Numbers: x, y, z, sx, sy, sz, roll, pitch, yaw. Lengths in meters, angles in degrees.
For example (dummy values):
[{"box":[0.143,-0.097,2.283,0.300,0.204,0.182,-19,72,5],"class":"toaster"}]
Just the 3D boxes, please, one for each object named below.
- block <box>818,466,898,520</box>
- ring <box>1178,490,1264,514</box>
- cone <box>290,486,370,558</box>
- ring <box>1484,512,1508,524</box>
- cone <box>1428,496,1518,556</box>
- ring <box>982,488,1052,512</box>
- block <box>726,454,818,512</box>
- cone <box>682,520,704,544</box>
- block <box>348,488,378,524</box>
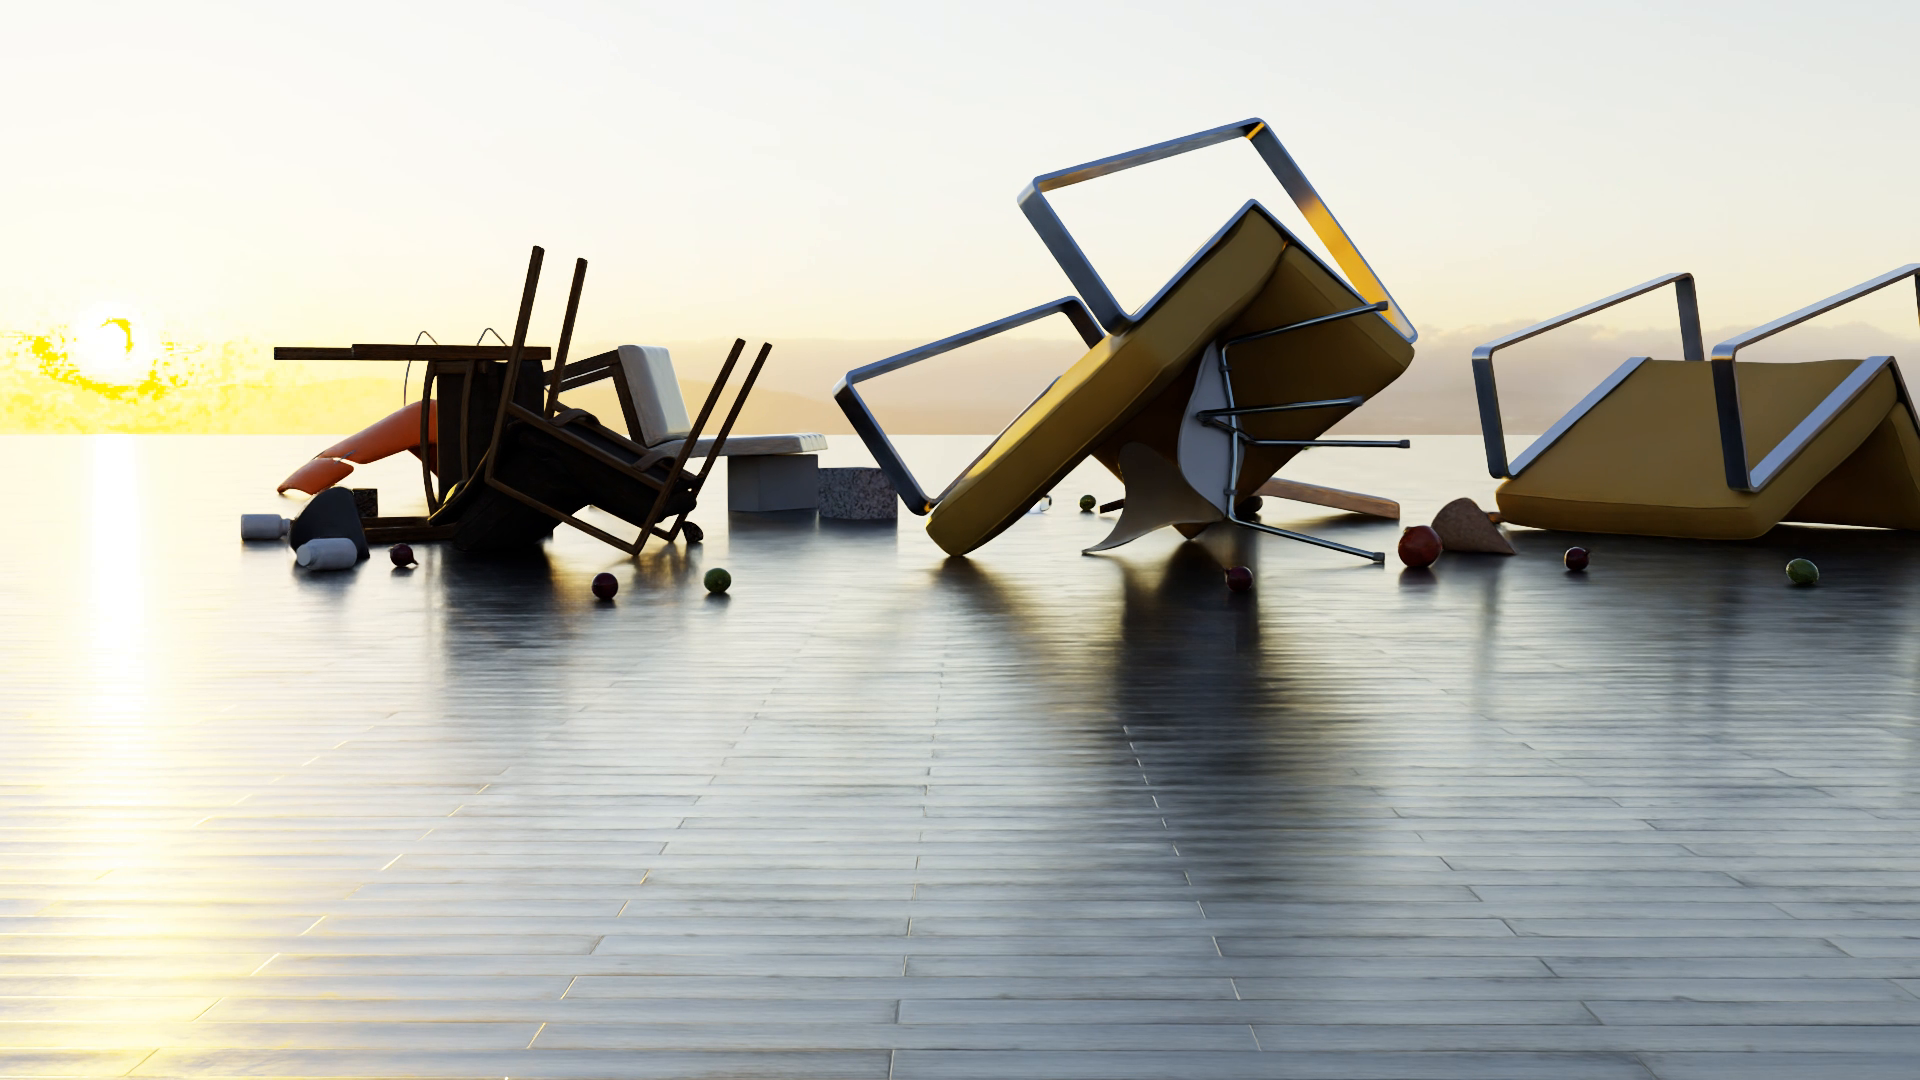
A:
[{"box":[-0.359,-0.167,7.729,0.182,0.171,0.238,-3,5,-34],"class":"block"},{"box":[0.943,-0.138,7.948,0.360,0.079,0.180,0,5,-31],"class":"ring"},{"box":[-1.643,-0.002,5.884,0.181,0.220,0.231,34,-1,15],"class":"cone"},{"box":[1.728,-0.074,7.341,0.204,0.039,0.158,-1,3,-2],"class":"ring"},{"box":[1.440,-0.002,6.032,0.190,0.151,0.242,-25,35,-26],"class":"cone"},{"box":[0.210,-0.144,8.045,0.266,0.083,0.161,1,5,20],"class":"ring"},{"box":[-0.701,-0.219,8.255,0.150,0.202,0.357,3,5,34],"class":"block"},{"box":[-0.792,-0.008,6.440,0.053,0.078,0.075,-39,17,24],"class":"cone"},{"box":[-2.009,-0.114,7.352,0.088,0.116,0.113,0,4,7],"class":"block"}]
